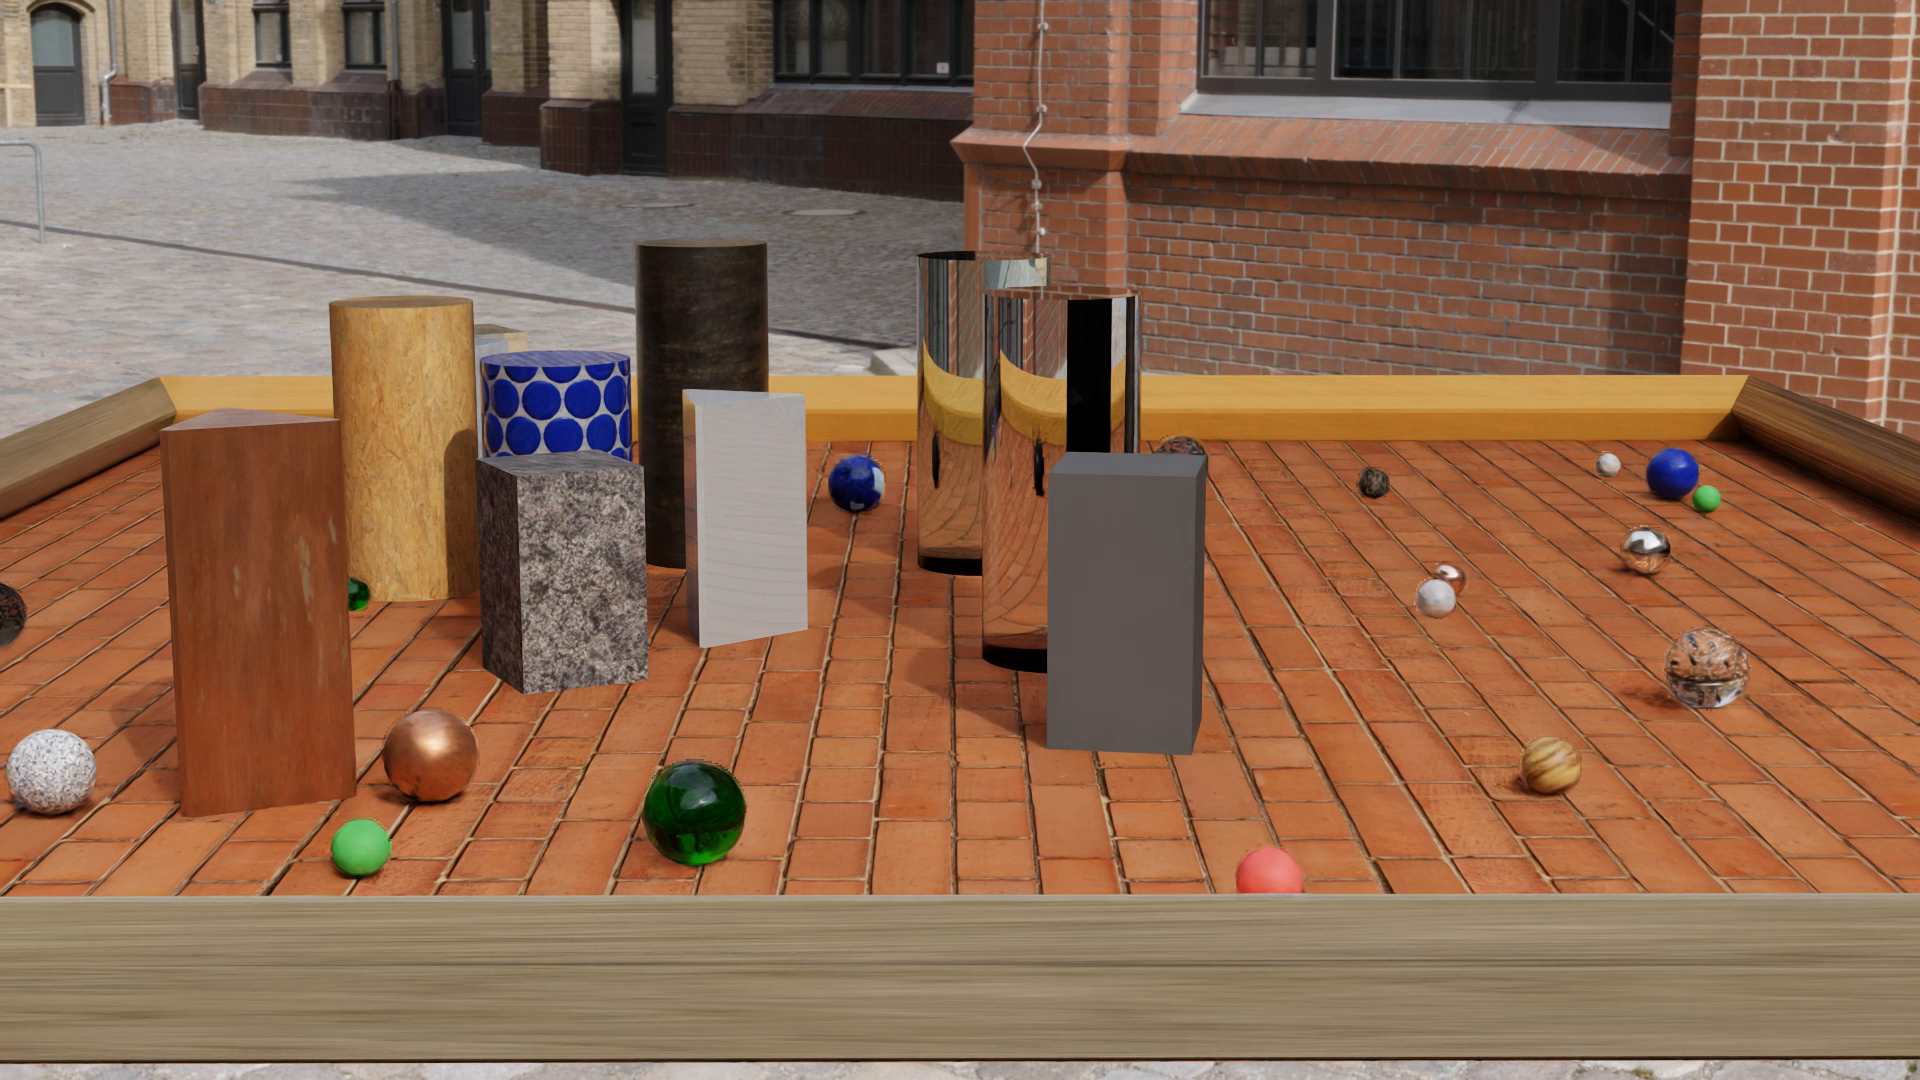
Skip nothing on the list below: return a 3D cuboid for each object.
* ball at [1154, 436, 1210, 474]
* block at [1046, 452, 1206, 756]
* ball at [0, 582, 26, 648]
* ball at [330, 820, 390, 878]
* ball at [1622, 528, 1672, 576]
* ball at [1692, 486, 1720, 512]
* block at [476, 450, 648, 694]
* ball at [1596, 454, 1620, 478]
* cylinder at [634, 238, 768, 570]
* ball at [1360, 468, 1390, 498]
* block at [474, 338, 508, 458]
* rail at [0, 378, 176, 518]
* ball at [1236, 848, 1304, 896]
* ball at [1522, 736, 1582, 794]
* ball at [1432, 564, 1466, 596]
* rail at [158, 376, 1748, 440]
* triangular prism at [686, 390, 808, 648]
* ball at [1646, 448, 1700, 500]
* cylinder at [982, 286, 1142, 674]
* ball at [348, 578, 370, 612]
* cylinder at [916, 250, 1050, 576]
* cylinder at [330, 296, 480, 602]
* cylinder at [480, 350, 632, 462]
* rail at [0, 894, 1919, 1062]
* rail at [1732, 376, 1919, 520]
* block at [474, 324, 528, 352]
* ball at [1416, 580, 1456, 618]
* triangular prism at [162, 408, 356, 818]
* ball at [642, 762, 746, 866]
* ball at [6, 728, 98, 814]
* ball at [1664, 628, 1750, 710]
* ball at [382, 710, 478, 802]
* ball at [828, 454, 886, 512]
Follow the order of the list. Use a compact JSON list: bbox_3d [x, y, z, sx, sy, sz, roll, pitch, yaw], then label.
[{"bbox_3d":[0.380,-0.131,4.415,0.097,0.097,0.097,0,11,0],"label":"ball"},{"bbox_3d":[0.183,0.066,2.799,0.156,0.301,0.156,2,11,9],"label":"block"},{"bbox_3d":[-1.220,0.095,3.226,0.088,0.088,0.088,0,11,0],"label":"ball"},{"bbox_3d":[-0.544,0.279,2.327,0.052,0.052,0.052,0,11,0],"label":"ball"},{"bbox_3d":[0.989,0.017,3.697,0.069,0.069,0.069,0,11,0],"label":"ball"},{"bbox_3d":[1.228,-0.067,4.217,0.044,0.044,0.044,0,11,0],"label":"ball"},{"bbox_3d":[-0.478,0.035,3.081,0.156,0.259,0.156,-6,12,-27],"label":"block"},{"bbox_3d":[1.156,-0.133,4.575,0.043,0.043,0.043,0,11,0],"label":"ball"},{"bbox_3d":[-0.380,-0.205,3.797,0.195,0.468,0.195,0,11,0],"label":"cylinder"},{"bbox_3d":[0.703,-0.096,4.352,0.051,0.051,0.051,0,11,0],"label":"ball"},{"bbox_3d":[-0.775,-0.135,3.829,0.156,0.318,0.156,3,11,16],"label":"block"},{"bbox_3d":[-1.528,0.034,3.440,0.045,0.126,3.183,0,11,0],"label":"rail"},{"bbox_3d":[0.268,0.296,2.222,0.058,0.058,0.058,0,11,0],"label":"ball"},{"bbox_3d":[0.596,0.228,2.588,0.059,0.059,0.059,0,11,0],"label":"ball"},{"bbox_3d":[0.676,0.056,3.548,0.047,0.047,0.047,0,11,0],"label":"ball"},{"bbox_3d":[-0.009,-0.254,4.990,3.103,0.126,0.045,0,11,0],"label":"rail"},{"bbox_3d":[-0.310,-0.035,3.323,0.168,0.308,0.146,-9,14,-41],"label":"triangular prism"},{"bbox_3d":[1.206,-0.112,4.341,0.088,0.088,0.088,0,11,0],"label":"ball"},{"bbox_3d":[0.125,-0.078,3.157,0.195,0.452,0.195,0,11,0],"label":"cylinder"},{"bbox_3d":[-0.817,0.074,3.450,0.046,0.046,0.046,0,11,0],"label":"ball"},{"bbox_3d":[0.035,-0.188,3.748,0.195,0.453,0.195,0,11,0],"label":"cylinder"},{"bbox_3d":[-0.771,-0.131,3.578,0.195,0.403,0.195,0,11,0],"label":"cylinder"},{"bbox_3d":[-0.528,-0.066,3.376,0.195,0.348,0.195,0,11,0],"label":"cylinder"},{"bbox_3d":[0.009,0.319,1.908,3.103,0.126,0.045,0,11,0],"label":"rail"},{"bbox_3d":[1.528,0.031,3.458,0.045,0.126,3.183,0,11,0],"label":"rail"},{"bbox_3d":[-0.790,-0.180,4.096,0.156,0.310,0.156,-7,12,-31],"label":"block"},{"bbox_3d":[0.633,0.078,3.413,0.052,0.052,0.052,0,11,0],"label":"ball"},{"bbox_3d":[-0.715,0.065,2.578,0.168,0.382,0.146,-5,12,-26],"label":"triangular prism"},{"bbox_3d":[-0.244,0.252,2.360,0.095,0.095,0.095,0,11,0],"label":"ball"},{"bbox_3d":[-0.892,0.227,2.519,0.084,0.084,0.084,0,11,0],"label":"ball"},{"bbox_3d":[0.853,0.147,2.931,0.093,0.093,0.093,0,11,0],"label":"ball"},{"bbox_3d":[-0.528,0.215,2.560,0.093,0.093,0.093,0,11,0],"label":"ball"},{"bbox_3d":[-0.170,-0.093,4.217,0.095,0.095,0.095,0,11,0],"label":"ball"}]
